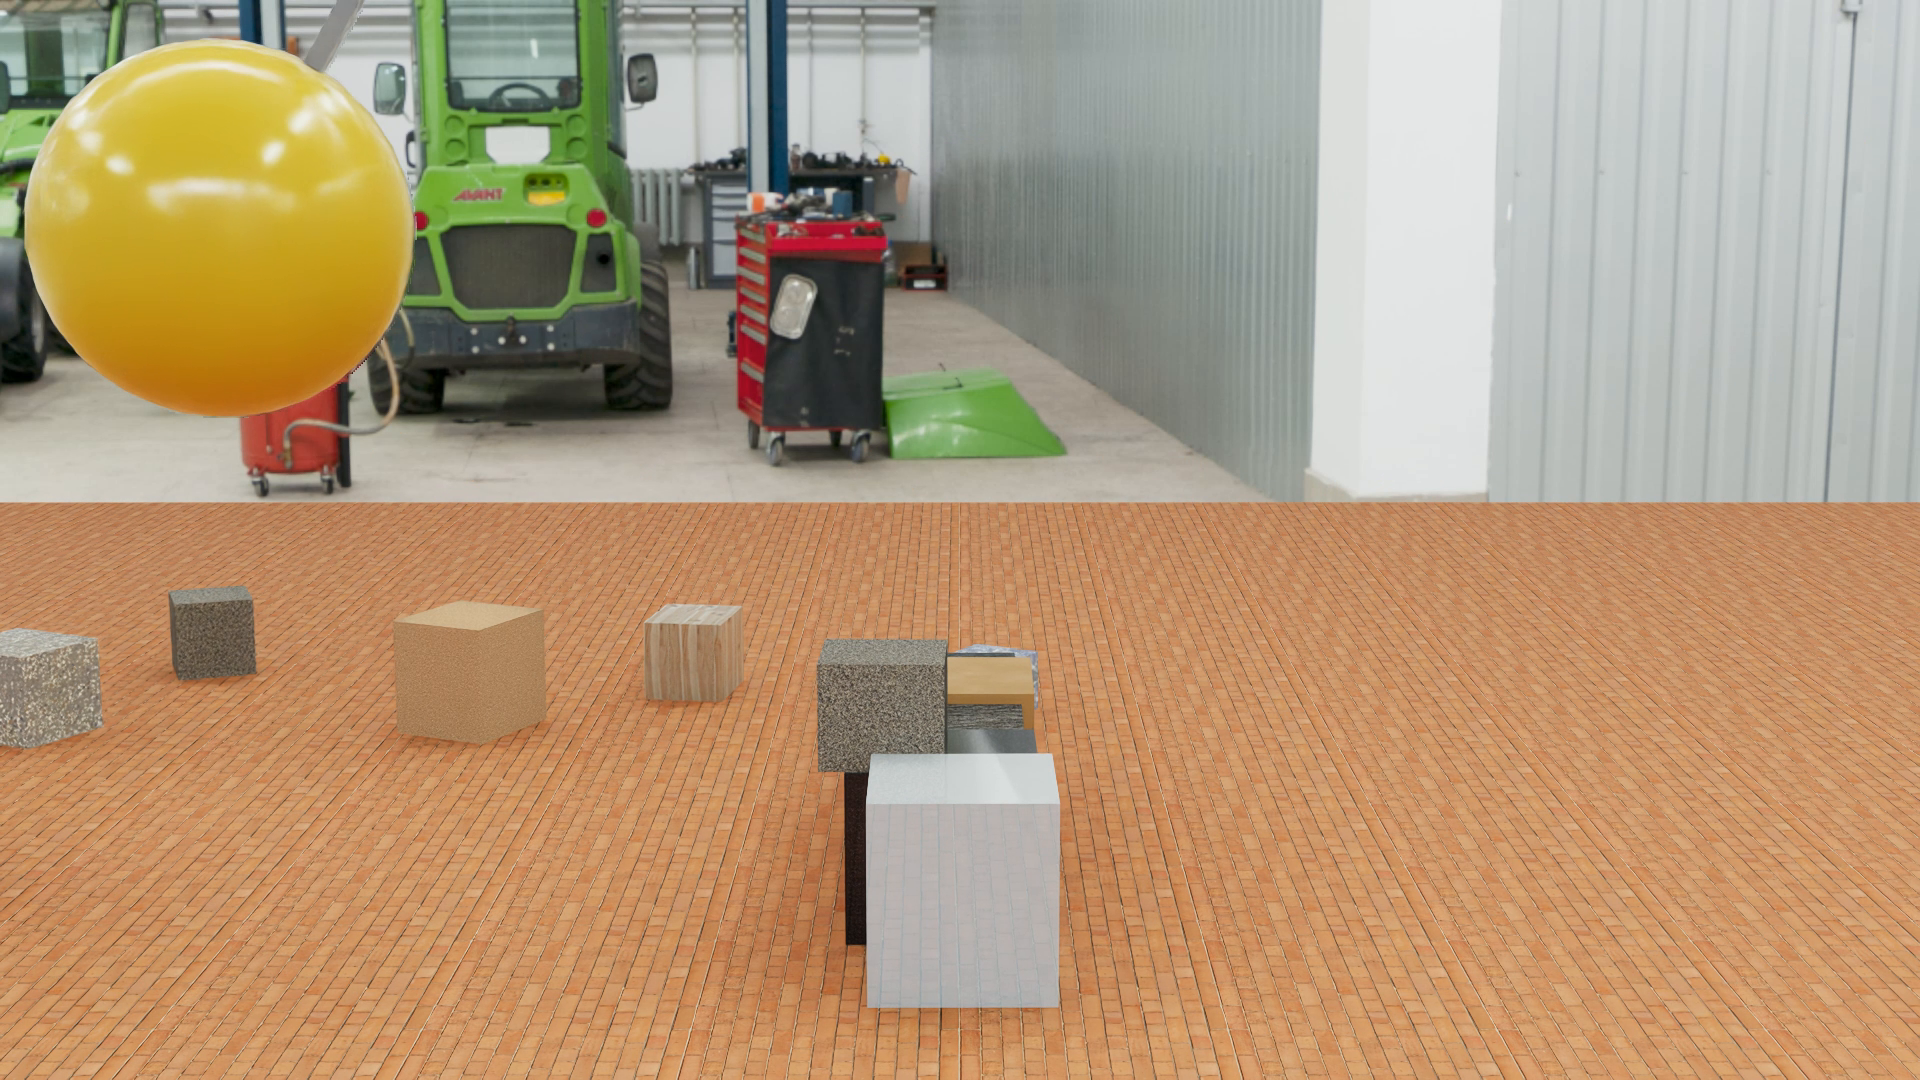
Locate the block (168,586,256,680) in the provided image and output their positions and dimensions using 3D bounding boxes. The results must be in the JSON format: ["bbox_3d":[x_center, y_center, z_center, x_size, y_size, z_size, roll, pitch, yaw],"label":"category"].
[{"bbox_3d":[-4.453,0.549,15.280,0.445,0.453,0.441,-4,11,-21],"label":"block"}]

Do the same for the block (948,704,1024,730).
[{"bbox_3d":[-0.005,1.135,11.445,0.573,0.672,0.623,0,10,0],"label":"block"}]

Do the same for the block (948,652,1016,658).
[{"bbox_3d":[0.015,0.922,12.787,0.535,0.610,0.567,0,10,-1],"label":"block"}]

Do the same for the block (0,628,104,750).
[{"bbox_3d":[-5.051,0.794,13.822,0.590,0.493,0.539,5,11,26],"label":"block"}]

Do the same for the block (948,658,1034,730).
[{"bbox_3d":[-0.036,0.988,12.123,0.753,0.719,0.746,0,10,0],"label":"block"}]

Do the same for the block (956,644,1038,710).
[{"bbox_3d":[0.177,0.792,14.297,0.397,0.327,0.348,6,12,30],"label":"block"}]

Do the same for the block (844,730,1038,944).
[{"bbox_3d":[-0.074,1.234,10.764,0.793,0.720,0.713,0,10,-1],"label":"block"}]

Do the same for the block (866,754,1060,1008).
[{"bbox_3d":[0.009,1.321,10.052,0.729,0.804,0.718,0,10,0],"label":"block"}]

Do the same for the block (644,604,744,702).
[{"bbox_3d":[-1.529,0.645,14.776,0.450,0.444,0.534,2,10,8],"label":"block"}]

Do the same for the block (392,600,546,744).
[{"bbox_3d":[-2.656,0.710,13.935,0.555,0.618,0.604,5,11,24],"label":"block"}]

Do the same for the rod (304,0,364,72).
[{"bbox_3d":[-1.362,-4.173,10.422,0.080,5.200,0.080,31,9,-5],"label":"rod"}]

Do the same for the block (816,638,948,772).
[{"bbox_3d":[-0.314,0.678,10.567,0.512,0.446,0.473,0,10,1],"label":"block"}]

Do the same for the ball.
[{"bbox_3d":[-3.143,-1.324,10.940,1.600,1.600,1.600,0,10,0],"label":"ball"}]
